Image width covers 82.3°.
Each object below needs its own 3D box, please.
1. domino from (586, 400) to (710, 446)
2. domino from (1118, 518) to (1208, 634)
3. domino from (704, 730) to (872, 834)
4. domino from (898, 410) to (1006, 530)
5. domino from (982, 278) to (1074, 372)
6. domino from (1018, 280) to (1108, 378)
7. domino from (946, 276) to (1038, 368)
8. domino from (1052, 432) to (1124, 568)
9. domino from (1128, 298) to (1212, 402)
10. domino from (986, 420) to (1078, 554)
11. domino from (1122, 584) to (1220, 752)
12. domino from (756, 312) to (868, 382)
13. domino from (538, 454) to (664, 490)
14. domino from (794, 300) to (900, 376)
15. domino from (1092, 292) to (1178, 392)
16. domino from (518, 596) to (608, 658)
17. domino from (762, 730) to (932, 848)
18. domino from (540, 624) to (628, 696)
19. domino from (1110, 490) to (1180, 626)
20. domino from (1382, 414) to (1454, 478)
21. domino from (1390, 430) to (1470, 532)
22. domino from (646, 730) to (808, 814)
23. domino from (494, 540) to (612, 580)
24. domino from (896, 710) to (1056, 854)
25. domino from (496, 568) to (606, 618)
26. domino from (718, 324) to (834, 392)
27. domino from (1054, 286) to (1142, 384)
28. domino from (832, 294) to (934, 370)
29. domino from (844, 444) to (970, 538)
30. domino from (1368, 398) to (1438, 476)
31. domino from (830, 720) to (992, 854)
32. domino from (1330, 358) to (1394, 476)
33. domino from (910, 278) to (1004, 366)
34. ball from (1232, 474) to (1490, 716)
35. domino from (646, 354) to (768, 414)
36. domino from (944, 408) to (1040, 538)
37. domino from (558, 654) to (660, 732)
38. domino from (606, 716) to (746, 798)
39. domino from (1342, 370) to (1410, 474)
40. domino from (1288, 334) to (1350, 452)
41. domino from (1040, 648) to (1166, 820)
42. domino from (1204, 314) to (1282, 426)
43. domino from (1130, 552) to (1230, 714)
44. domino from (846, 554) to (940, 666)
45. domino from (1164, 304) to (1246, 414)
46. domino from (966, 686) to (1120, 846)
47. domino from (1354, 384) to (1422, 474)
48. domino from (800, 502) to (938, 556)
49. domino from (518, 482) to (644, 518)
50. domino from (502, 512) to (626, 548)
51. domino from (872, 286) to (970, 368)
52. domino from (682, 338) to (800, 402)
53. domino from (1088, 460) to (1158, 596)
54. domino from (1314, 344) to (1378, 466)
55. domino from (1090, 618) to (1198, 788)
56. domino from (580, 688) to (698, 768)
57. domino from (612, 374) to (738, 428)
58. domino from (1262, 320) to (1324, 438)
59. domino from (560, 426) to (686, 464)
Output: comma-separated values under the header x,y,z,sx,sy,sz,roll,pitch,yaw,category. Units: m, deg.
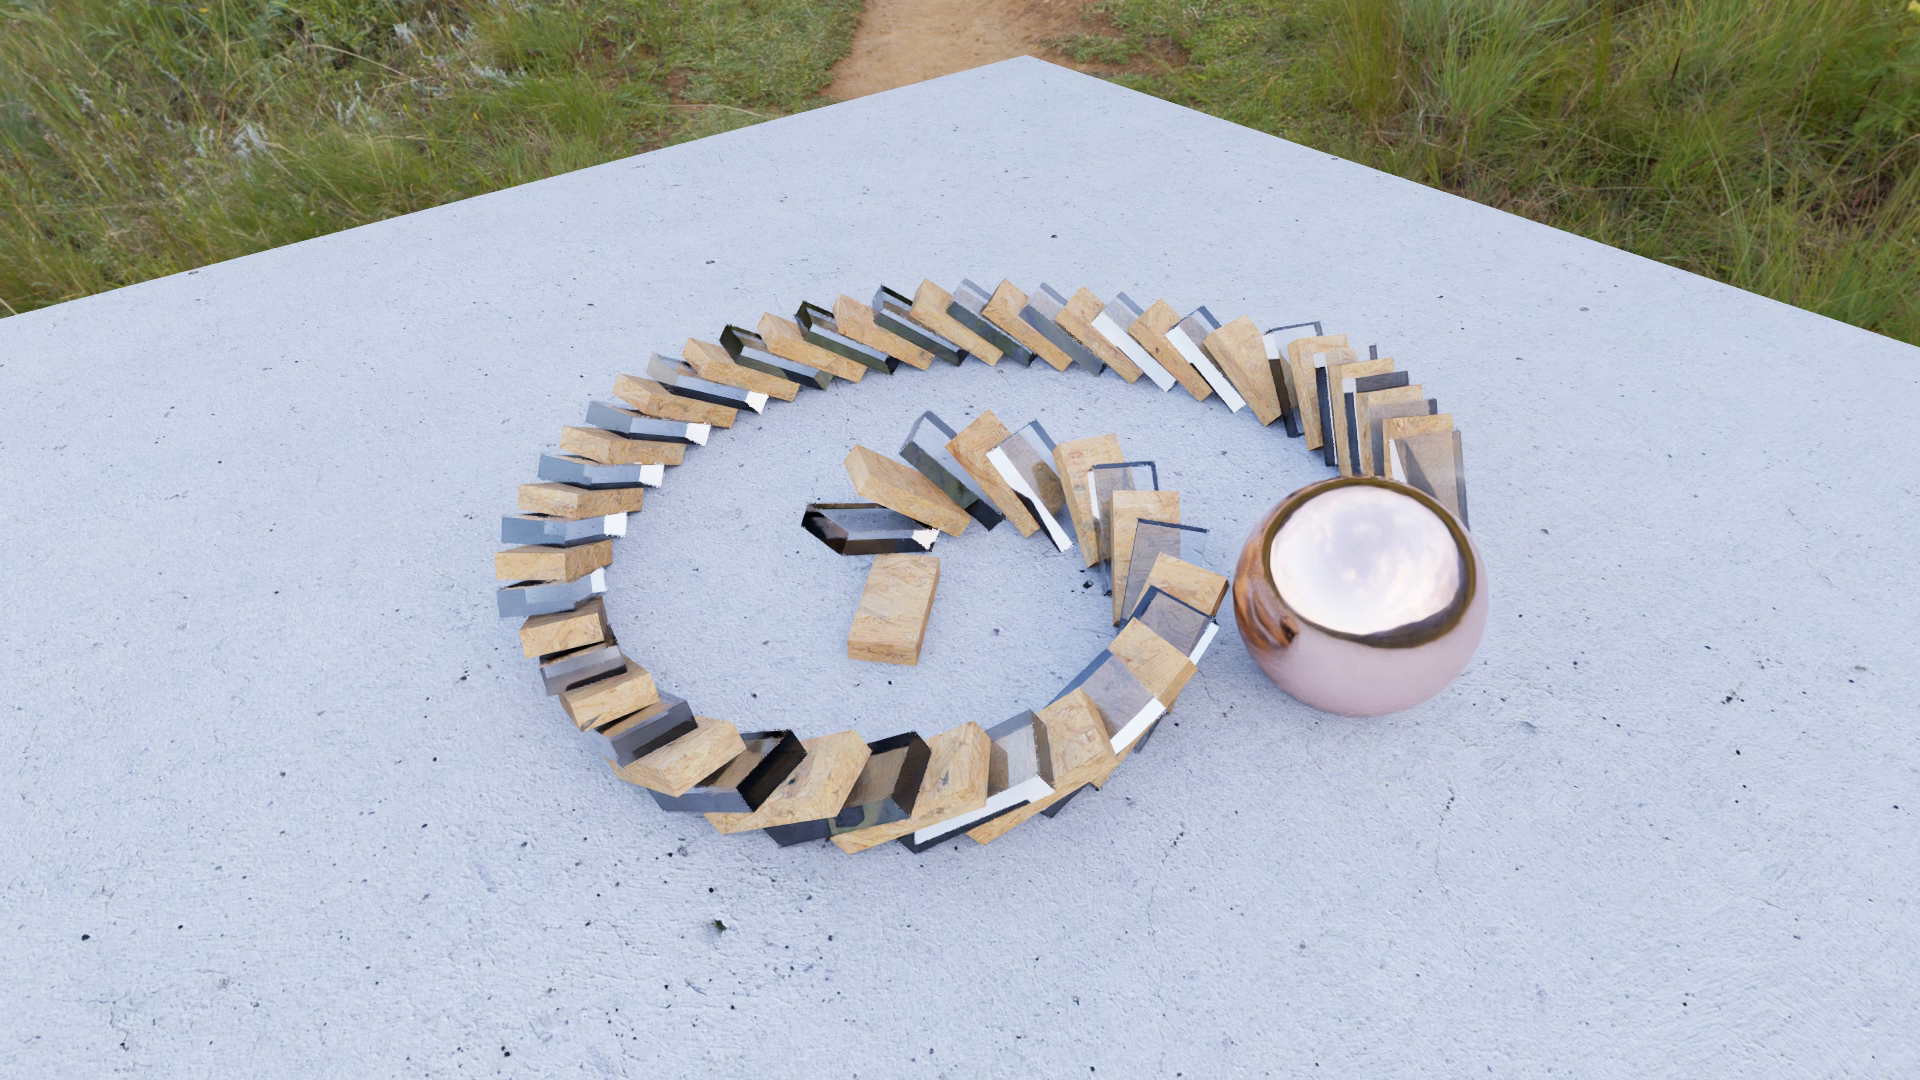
x,y,z,sx,sy,sz,roll,pitch,yaw,category
-0.137,-0.051,0.486,0.025,0.010,0.050,22,11,24,domino
0.073,0.019,0.398,0.025,0.009,0.050,9,77,11,domino
-0.052,0.074,0.333,0.050,0.009,0.025,-18,27,35,domino
0.000,-0.029,0.455,0.050,0.009,0.025,40,37,-14,domino
0.037,-0.109,0.556,0.050,0.010,0.025,35,41,-9,domino
0.055,-0.106,0.553,0.050,0.010,0.025,37,43,-7,domino
0.018,-0.110,0.558,0.050,0.010,0.025,32,38,-12,domino
0.057,-0.016,0.441,0.025,0.009,0.050,-12,77,-16,domino
0.108,-0.093,0.537,0.050,0.010,0.025,45,50,1,domino
0.036,-0.022,0.448,0.025,0.010,0.050,-36,88,-36,domino
0.062,0.043,0.370,0.025,0.009,0.050,30,83,31,domino
-0.072,-0.094,0.538,0.050,0.010,0.025,15,27,-37,domino
-0.149,-0.029,0.458,0.025,0.009,0.050,13,8,16,domino
-0.056,-0.100,0.545,0.050,0.010,0.025,18,29,-32,domino
0.091,-0.098,0.543,0.050,0.010,0.025,42,47,-1,domino
-0.138,0.030,0.386,0.025,0.009,0.050,-13,7,-15,domino
-0.034,0.075,0.331,0.050,0.010,0.025,-21,30,30,domino
-0.129,0.040,0.374,0.025,0.010,0.050,-17,9,-19,domino
0.070,0.007,0.414,0.025,0.009,0.050,0,75,1,domino
0.185,-0.025,0.443,0.025,0.050,0.009,-6,6,-12,domino
0.186,-0.017,0.434,0.025,0.050,0.009,-10,7,-12,domino
-0.072,0.071,0.336,0.050,0.010,0.025,-13,24,44,domino
-0.152,0.007,0.414,0.025,0.010,0.050,0,6,1,domino
0.004,0.073,0.333,0.050,0.010,0.025,-29,36,19,domino
-0.148,0.019,0.400,0.025,0.010,0.050,-5,6,-6,domino
-0.088,-0.088,0.530,0.050,0.010,0.025,13,26,-40,domino
0.073,-0.103,0.549,0.050,0.010,0.025,40,45,-4,domino
-0.038,-0.104,0.550,0.050,0.009,0.025,20,30,-29,domino
-0.021,-0.020,0.445,0.050,0.009,0.025,23,24,-32,domino
0.184,-0.031,0.452,0.025,0.050,0.010,-9,7,-12,domino
-0.015,0.075,0.331,0.050,0.010,0.025,-25,33,24,domino
0.177,-0.052,0.478,0.025,0.050,0.009,-10,7,-12,domino
-0.001,-0.111,0.558,0.050,0.010,0.025,29,36,-16,domino
0.132,0.018,0.366,0.080,0.080,0.080,0,39,0,ball
-0.117,-0.072,0.511,0.050,0.010,0.025,8,23,-49,domino
0.019,-0.028,0.454,0.050,0.010,0.025,48,48,-3,domino
-0.117,0.050,0.362,0.025,0.010,0.050,-22,11,-24,domino
-0.090,0.066,0.342,0.025,0.009,0.050,-34,16,-33,domino
0.180,-0.045,0.469,0.025,0.050,0.009,-10,7,-12,domino
0.167,-0.067,0.500,0.025,0.009,0.050,-8,83,-13,domino
0.038,0.061,0.348,0.050,0.009,0.025,-45,48,3,domino
0.140,-0.081,0.521,0.025,0.010,0.050,-30,82,-31,domino
0.071,0.032,0.383,0.025,0.009,0.050,23,80,25,domino
-0.024,0.025,0.413,0.025,0.010,0.050,6,40,7,domino
0.124,-0.087,0.530,0.025,0.010,0.050,-37,85,-36,domino
0.022,0.069,0.337,0.050,0.010,0.025,-34,40,13,domino
0.182,-0.038,0.461,0.025,0.050,0.010,-10,7,-12,domino
-0.035,-0.005,0.432,0.025,0.010,0.050,34,22,34,domino
-0.152,-0.017,0.444,0.025,0.009,0.050,9,7,12,domino
-0.154,-0.005,0.429,0.025,0.009,0.050,6,7,8,domino
-0.020,-0.108,0.555,0.050,0.010,0.025,24,32,-24,domino
-0.104,-0.081,0.521,0.050,0.010,0.025,10,24,-44,domino
0.066,-0.005,0.428,0.025,0.009,0.050,-4,75,-6,domino
0.173,-0.059,0.486,0.025,0.050,0.009,-10,7,-12,domino
0.051,0.053,0.358,0.050,0.009,0.025,-50,53,-2,domino
-0.104,0.058,0.352,0.025,0.010,0.050,-27,13,-28,domino
-0.129,-0.063,0.500,0.025,0.009,0.050,31,15,32,domino
0.159,-0.074,0.509,0.025,0.010,0.050,-11,84,-13,domino
-0.144,-0.040,0.473,0.025,0.009,0.050,18,10,20,domino
